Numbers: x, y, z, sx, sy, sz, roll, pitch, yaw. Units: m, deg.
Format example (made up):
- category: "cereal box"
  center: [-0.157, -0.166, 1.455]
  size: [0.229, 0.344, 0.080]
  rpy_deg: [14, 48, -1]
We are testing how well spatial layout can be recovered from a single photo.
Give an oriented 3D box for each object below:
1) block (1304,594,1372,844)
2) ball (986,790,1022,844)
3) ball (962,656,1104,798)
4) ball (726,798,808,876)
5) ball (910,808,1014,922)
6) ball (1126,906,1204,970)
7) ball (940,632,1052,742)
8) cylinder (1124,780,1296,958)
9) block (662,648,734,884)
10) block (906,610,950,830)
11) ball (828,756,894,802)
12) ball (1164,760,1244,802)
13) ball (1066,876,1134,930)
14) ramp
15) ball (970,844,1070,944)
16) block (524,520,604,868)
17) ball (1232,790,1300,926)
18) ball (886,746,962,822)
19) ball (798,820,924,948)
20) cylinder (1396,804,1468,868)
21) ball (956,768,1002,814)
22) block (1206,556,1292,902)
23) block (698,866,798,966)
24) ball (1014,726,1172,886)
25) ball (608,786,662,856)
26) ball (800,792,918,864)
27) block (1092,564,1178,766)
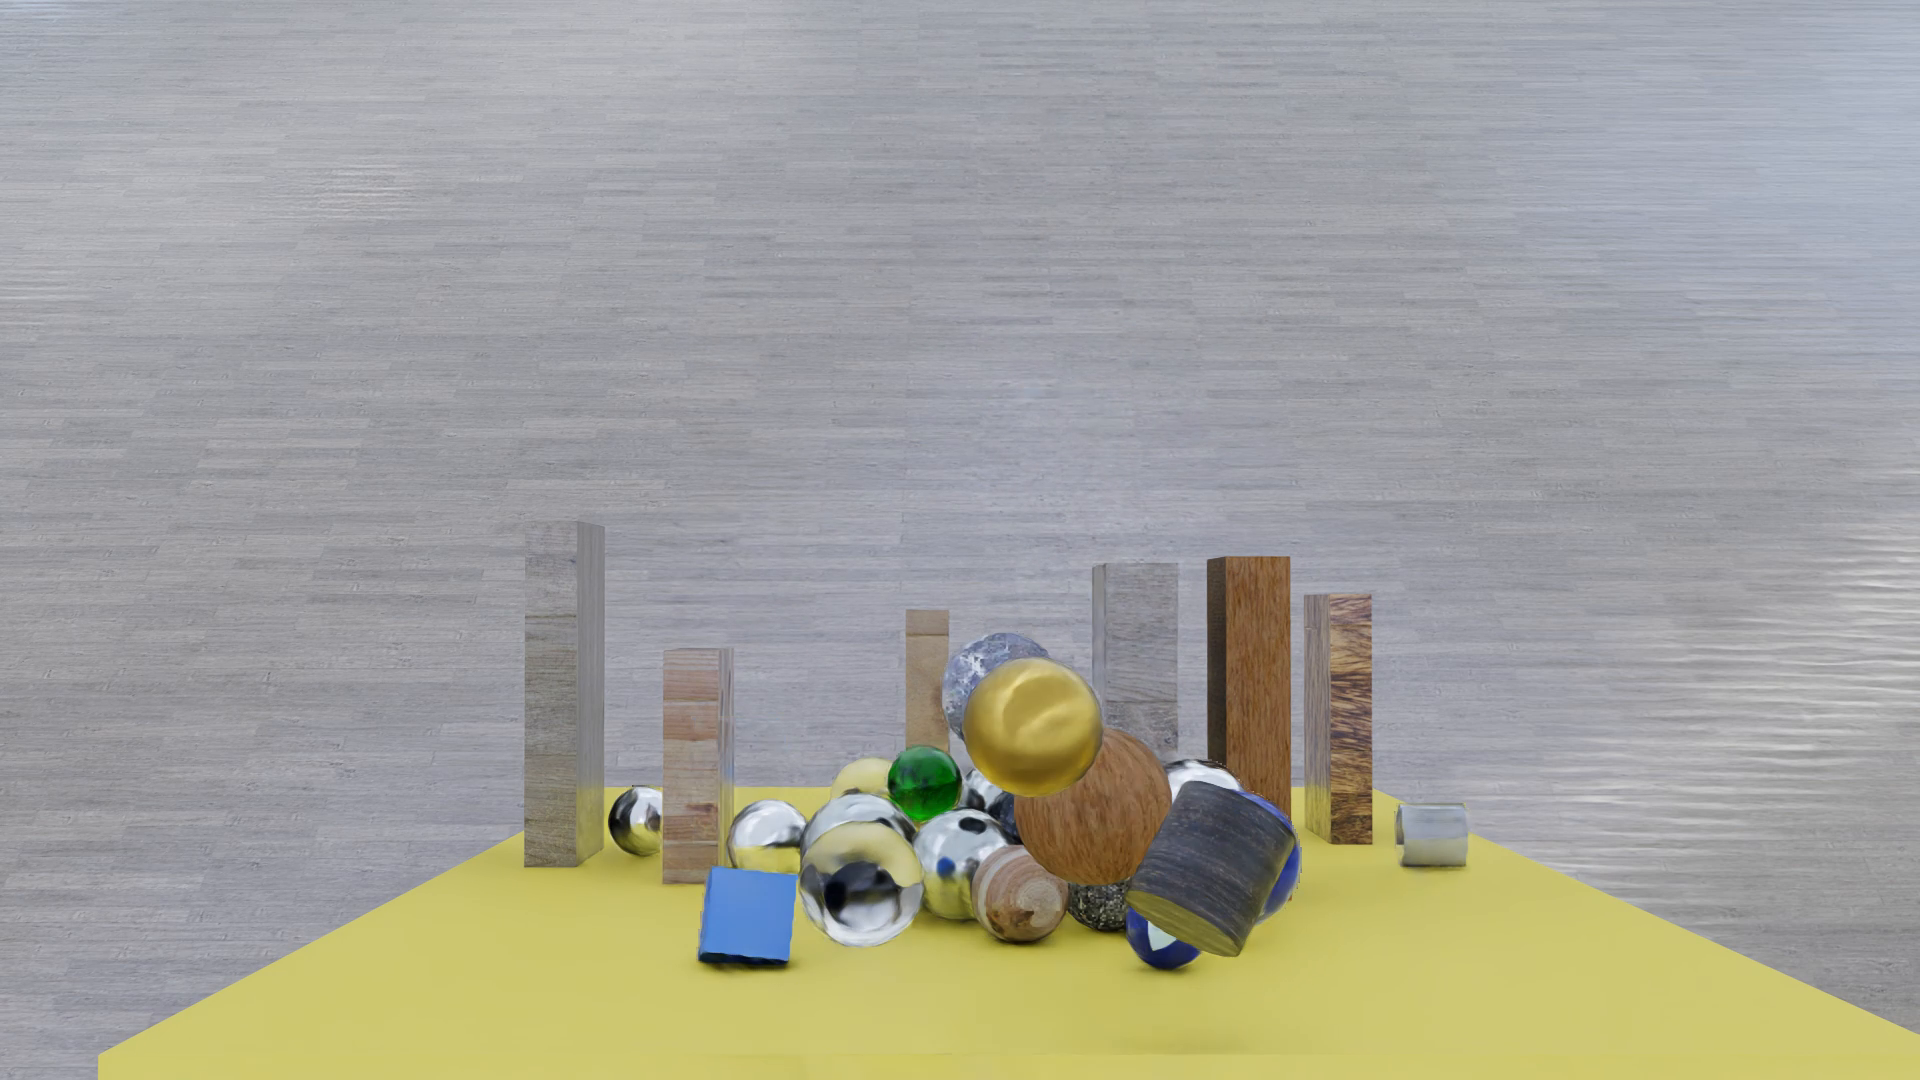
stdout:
- category: "block"
  center: [0.782, 0.363, 5.387]
  size: [0.083, 0.500, 0.398]
  rpy_deg: [0, -1, 0]
- category: "ball"
  center: [0.128, 0.498, 4.400]
  size: [0.184, 0.184, 0.184]
  rpy_deg: [0, 34, 0]
- category: "ball"
  center: [0.076, 0.194, 2.694]
  size: [0.146, 0.146, 0.146]
  rpy_deg: [0, 34, 0]
- category: "ball"
  center: [-0.326, 0.518, 4.451]
  size: [0.147, 0.147, 0.147]
  rpy_deg: [0, 34, 0]
- category: "ball"
  center: [0.004, 0.488, 3.893]
  size: [0.169, 0.169, 0.169]
  rpy_deg: [0, 34, 0]
- category: "ball"
  center: [0.275, 0.511, 3.435]
  size: [0.113, 0.113, 0.113]
  rpy_deg: [0, 34, 0]
- category: "ball"
  center: [0.064, 0.230, 3.877]
  size: [0.185, 0.185, 0.185]
  rpy_deg: [0, 34, 0]
- category: "cylinder"
  center: [0.281, 0.370, 2.918]
  size: [0.144, 0.144, 0.144]
  rpy_deg: [20, 69, 27]
- category: "block"
  center: [-0.464, 0.395, 4.625]
  size: [0.095, 0.401, 0.312]
  rpy_deg: [0, -1, 0]
- category: "block"
  center: [-0.070, 0.387, 5.698]
  size: [0.091, 0.468, 0.331]
  rpy_deg: [0, -1, 0]
- category: "ball"
  center: [-0.173, 0.520, 5.174]
  size: [0.177, 0.177, 0.177]
  rpy_deg: [0, 34, 0]
- category: "ball"
  center: [0.354, 0.420, 3.941]
  size: [0.174, 0.174, 0.174]
  rpy_deg: [0, 34, 0]
- category: "ball"
  center: [0.219, 0.497, 3.835]
  size: [0.160, 0.160, 0.160]
  rpy_deg: [0, 34, 0]
- category: "ramp"
  center: [0.075, 0.649, 4.783]
  size: [2.000, 0.100, 4.000]
  rpy_deg: [0, -1, 0]
- category: "ball"
  center: [0.085, 0.503, 3.689]
  size: [0.141, 0.141, 0.141]
  rpy_deg: [0, 34, 0]
- category: "block"
  center: [-0.750, 0.286, 4.939]
  size: [0.095, 0.634, 0.373]
  rpy_deg: [0, -1, 0]
- category: "ball"
  center: [0.384, 0.455, 3.698]
  size: [0.199, 0.199, 0.199]
  rpy_deg: [0, 34, 0]
- category: "ball"
  center: [-0.060, 0.417, 4.432]
  size: [0.130, 0.130, 0.130]
  rpy_deg: [0, 34, 0]
- category: "ball"
  center: [-0.139, 0.483, 3.647]
  size: [0.178, 0.178, 0.178]
  rpy_deg: [0, 34, 0]
- category: "cylinder"
  center: [0.855, 0.537, 4.709]
  size: [0.114, 0.114, 0.114]
  rpy_deg: [-1, 34, 3]
- category: "ball"
  center: [0.084, 0.512, 4.979]
  size: [0.185, 0.185, 0.185]
  rpy_deg: [0, 34, 0]
- category: "block"
  center: [0.485, 0.310, 4.374]
  size: [0.105, 0.559, 0.324]
  rpy_deg: [0, -1, 0]
- category: "block"
  center: [-0.285, 0.507, 3.472]
  size: [0.112, 0.112, 0.112]
  rpy_deg: [7, 73, -8]
- category: "ball"
  center: [0.167, 0.332, 3.250]
  size: [0.200, 0.200, 0.200]
  rpy_deg: [0, 34, 0]
- category: "ball"
  center: [-0.599, 0.532, 4.911]
  size: [0.131, 0.131, 0.131]
  rpy_deg: [0, 34, 0]
- category: "ball"
  center: [-0.153, 0.482, 3.990]
  size: [0.187, 0.187, 0.187]
  rpy_deg: [0, 34, 0]
- category: "block"
  center: [0.283, 0.314, 4.228]
  size: [0.112, 0.545, 0.396]
  rpy_deg: [0, -1, 0]
